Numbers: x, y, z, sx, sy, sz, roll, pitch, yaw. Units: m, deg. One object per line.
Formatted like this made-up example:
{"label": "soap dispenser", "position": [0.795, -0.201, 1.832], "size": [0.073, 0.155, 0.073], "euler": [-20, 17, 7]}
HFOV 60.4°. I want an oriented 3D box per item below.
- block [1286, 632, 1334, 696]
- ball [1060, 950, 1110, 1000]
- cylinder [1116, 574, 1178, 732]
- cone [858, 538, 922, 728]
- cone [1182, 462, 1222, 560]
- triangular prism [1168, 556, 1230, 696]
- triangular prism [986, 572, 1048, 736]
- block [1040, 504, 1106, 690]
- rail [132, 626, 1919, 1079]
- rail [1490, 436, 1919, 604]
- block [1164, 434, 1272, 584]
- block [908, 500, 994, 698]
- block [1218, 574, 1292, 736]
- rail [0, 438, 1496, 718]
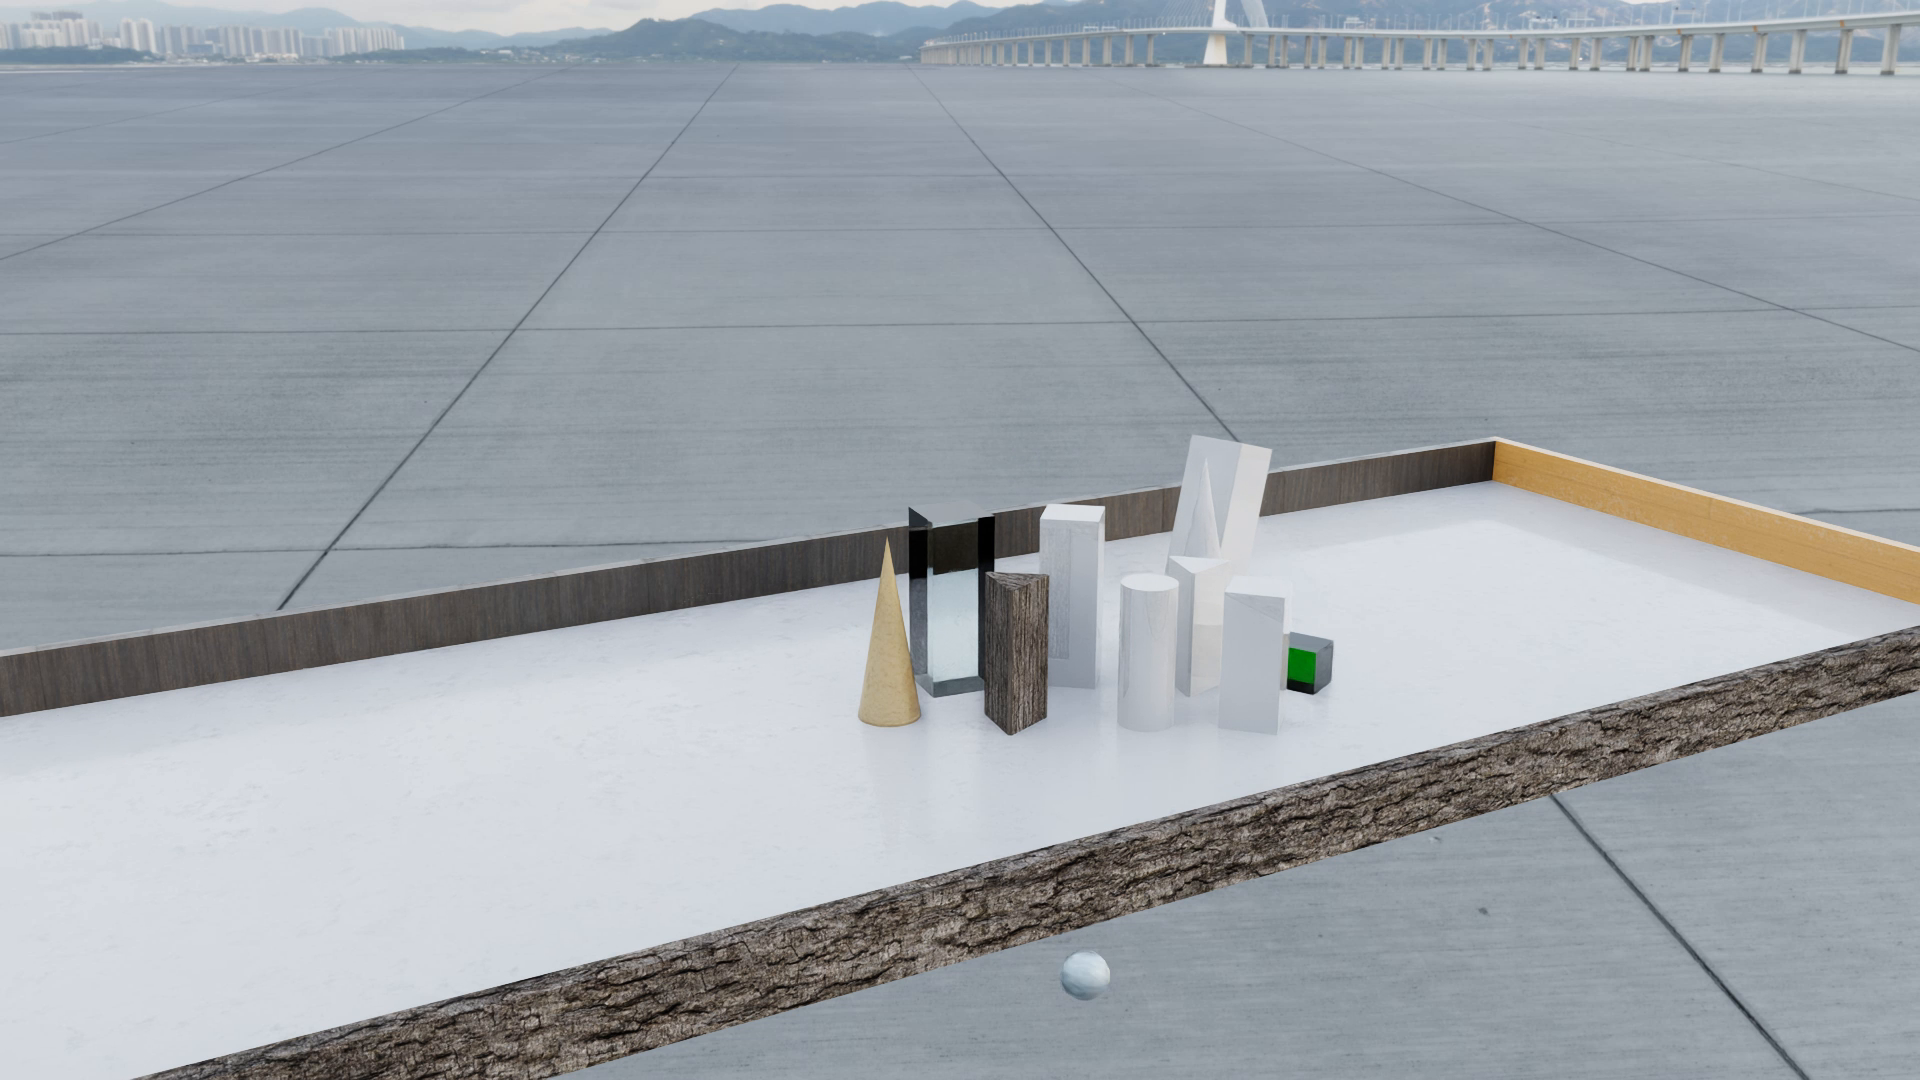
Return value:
{"label": "block", "position": [0.716, 0.280, 4.207], "size": [0.452, 0.111, 0.111], "euler": [11, 20, 33]}
{"label": "ball", "position": [0.622, 2.166, 8.207], "size": [0.246, 0.246, 0.246], "euler": [0, 16, 0]}
{"label": "cylinder", "position": [0.437, 0.263, 3.849], "size": [0.134, 0.345, 0.134], "euler": [0, 16, 0]}
{"label": "cone", "position": [-0.168, 0.204, 3.872], "size": [0.152, 0.446, 0.152], "euler": [0, 16, 0]}
{"label": "cone", "position": [0.677, -0.014, 4.600], "size": [0.166, 0.451, 0.166], "euler": [0, 16, 0]}
{"label": "triangular prism", "position": [0.566, 0.205, 4.093], "size": [0.129, 0.318, 0.149], "euler": [15, 22, 42]}
{"label": "triangular prism", "position": [0.111, 0.256, 3.858], "size": [0.127, 0.354, 0.147], "euler": [13, 21, 37]}
{"label": "block", "position": [0.278, 0.140, 4.114], "size": [0.143, 0.432, 0.143], "euler": [3, 17, 11]}
{"label": "rail", "position": [-2.336, 1.006, 1.665], "size": [12.000, 0.150, 0.050], "euler": [-9, 18, -27]}
{"label": "rail", "position": [2.466, -0.048, 5.253], "size": [0.050, 0.150, 2.100], "euler": [-9, 18, -27]}
{"label": "block", "position": [0.756, -0.081, 4.833], "size": [0.172, 0.419, 0.172], "euler": [14, 6, 40]}
{"label": "block", "position": [-0.021, 0.144, 4.076], "size": [0.162, 0.446, 0.162], "euler": [-7, 18, -21]}
{"label": "block", "position": [0.690, 0.267, 3.852], "size": [0.137, 0.335, 0.137], "euler": [5, 17, 17]}
{"label": "rail", "position": [-3.305, 0.497, 3.399], "size": [12.000, 0.150, 0.050], "euler": [-9, 18, -27]}
